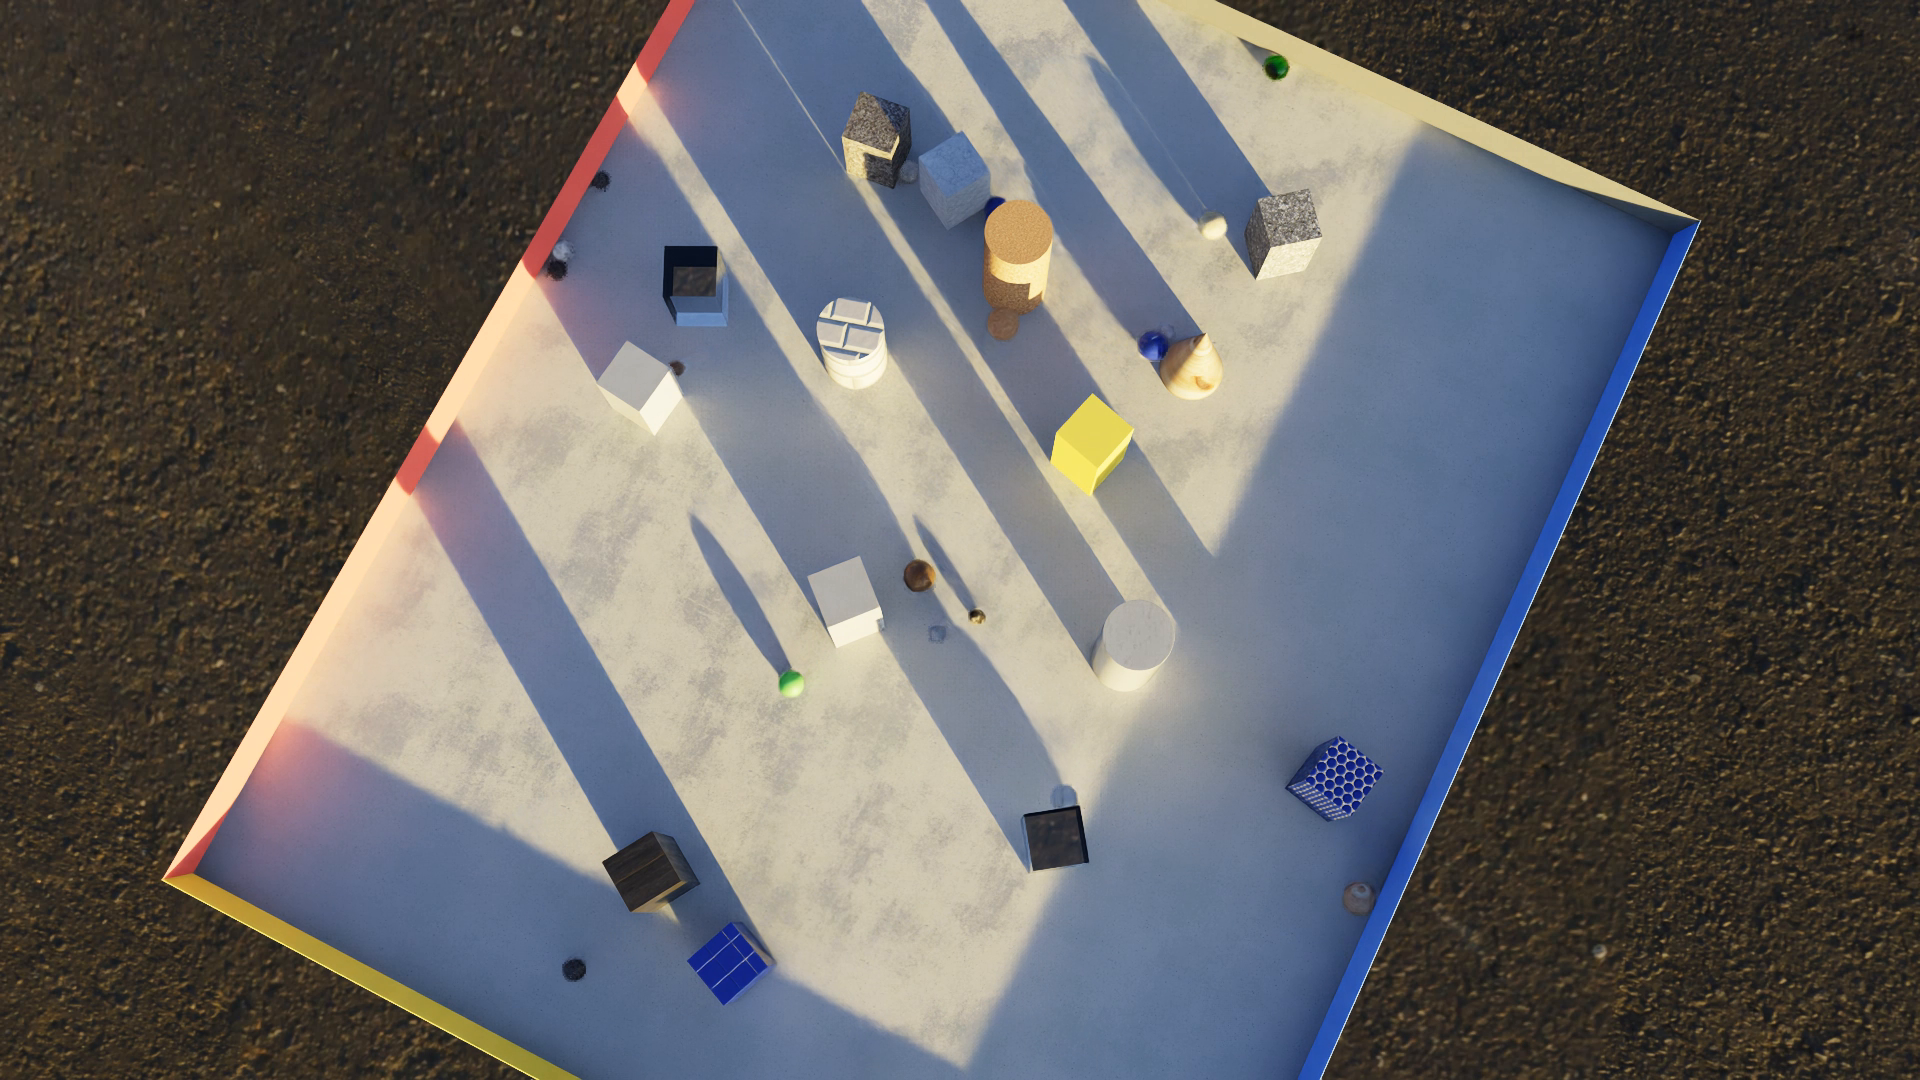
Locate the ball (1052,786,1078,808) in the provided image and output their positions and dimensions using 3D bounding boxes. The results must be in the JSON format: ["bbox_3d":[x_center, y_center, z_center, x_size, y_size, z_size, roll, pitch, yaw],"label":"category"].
[{"bbox_3d":[0.310,0.764,5.419,0.077,0.077,0.077,0,78,0],"label":"ball"}]

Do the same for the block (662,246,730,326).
[{"bbox_3d":[-0.810,-0.778,5.635,0.160,0.280,0.160,0,78,0],"label":"block"}]

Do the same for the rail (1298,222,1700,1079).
[{"bbox_3d":[1.417,0.701,5.404,0.045,0.130,3.859,26,80,5],"label":"rail"}]

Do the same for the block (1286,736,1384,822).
[{"bbox_3d":[1.080,0.694,5.304,0.160,0.331,0.160,38,81,7],"label":"block"}]

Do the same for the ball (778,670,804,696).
[{"bbox_3d":[-0.504,0.429,5.489,0.077,0.077,0.077,0,78,0],"label":"ball"}]

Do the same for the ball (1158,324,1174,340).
[{"bbox_3d":[0.644,-0.650,5.725,0.052,0.052,0.052,0,78,0],"label":"ball"}]

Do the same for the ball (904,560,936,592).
[{"bbox_3d":[-0.123,0.110,5.544,0.097,0.097,0.097,0,78,0],"label":"ball"}]

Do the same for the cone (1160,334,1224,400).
[{"bbox_3d":[0.723,-0.570,5.548,0.200,0.366,0.200,0,78,0],"label":"cone"}]

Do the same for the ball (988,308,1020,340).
[{"bbox_3d":[0.134,-0.671,5.703,0.100,0.100,0.100,0,78,0],"label":"ball"}]

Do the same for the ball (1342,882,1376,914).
[{"bbox_3d":[1.166,1.045,5.351,0.097,0.097,0.097,0,78,0],"label":"ball"}]

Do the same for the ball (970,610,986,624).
[{"bbox_3d":[0.054,0.233,5.544,0.047,0.047,0.047,0,78,0],"label":"ball"}]

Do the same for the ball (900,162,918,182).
[{"bbox_3d":[-0.162,-1.171,5.829,0.058,0.058,0.058,0,78,0],"label":"ball"}]

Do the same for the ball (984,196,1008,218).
[{"bbox_3d":[0.117,-1.043,5.790,0.083,0.083,0.083,0,78,0],"label":"ball"}]

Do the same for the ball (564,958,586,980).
[{"bbox_3d":[-1.120,1.249,5.326,0.062,0.062,0.062,0,78,0],"label":"ball"}]

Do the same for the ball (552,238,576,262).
[{"bbox_3d":[-1.246,-0.912,5.769,0.071,0.071,0.071,0,78,0],"label":"ball"}]

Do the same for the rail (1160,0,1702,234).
[{"bbox_3d":[0.852,-1.662,5.893,3.216,0.130,0.045,26,80,5],"label":"rail"}]

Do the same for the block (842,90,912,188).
[{"bbox_3d":[-0.258,-1.248,5.734,0.160,0.277,0.160,20,79,4],"label":"block"}]

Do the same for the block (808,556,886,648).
[{"bbox_3d":[-0.330,0.185,5.380,0.160,0.388,0.160,-22,79,-4],"label":"block"}]

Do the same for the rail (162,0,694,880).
[{"bbox_3d":[-1.417,-0.687,5.692,0.045,0.130,3.859,26,80,5],"label":"rail"}]

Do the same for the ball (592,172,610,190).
[{"bbox_3d":[-1.144,-1.143,5.825,0.056,0.056,0.056,0,78,0],"label":"ball"}]

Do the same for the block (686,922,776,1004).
[{"bbox_3d":[-0.646,1.205,5.224,0.160,0.280,0.160,-41,81,-8],"label":"block"}]

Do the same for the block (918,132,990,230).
[{"bbox_3d":[-0.016,-1.118,5.713,0.160,0.265,0.160,-32,80,-6],"label":"block"}]

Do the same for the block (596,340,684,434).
[{"bbox_3d":[-0.970,-0.460,5.574,0.160,0.270,0.160,33,80,6],"label":"block"}]

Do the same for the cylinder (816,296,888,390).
[{"bbox_3d":[-0.326,-0.598,5.587,0.200,0.300,0.200,0,78,0],"label":"cylinder"}]

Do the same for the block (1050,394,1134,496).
[{"bbox_3d":[0.392,-0.281,5.495,0.160,0.353,0.160,41,81,8],"label":"block"}]

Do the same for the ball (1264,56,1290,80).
[{"bbox_3d":[1.019,-1.517,5.891,0.078,0.078,0.078,0,78,0],"label":"ball"}]

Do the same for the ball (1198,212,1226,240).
[{"bbox_3d":[0.794,-0.992,5.777,0.088,0.088,0.088,0,78,0],"label":"ball"}]

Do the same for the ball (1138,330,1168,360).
[{"bbox_3d":[0.598,-0.604,5.695,0.091,0.091,0.091,0,78,0],"label":"ball"}]

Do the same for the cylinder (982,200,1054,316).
[{"bbox_3d":[0.171,-0.849,5.557,0.200,0.460,0.200,0,78,0],"label":"cylinder"}]

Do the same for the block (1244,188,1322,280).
[{"bbox_3d":[0.995,-0.942,5.665,0.160,0.288,0.160,-12,79,-2],"label":"block"}]

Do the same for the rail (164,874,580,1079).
[{"bbox_3d":[-0.852,1.676,5.202,3.216,0.130,0.045,26,80,5],"label":"rail"}]

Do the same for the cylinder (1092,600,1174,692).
[{"bbox_3d":[0.496,0.311,5.314,0.200,0.467,0.200,0,78,0],"label":"cylinder"}]

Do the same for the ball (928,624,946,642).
[{"bbox_3d":[-0.068,0.282,5.531,0.053,0.053,0.053,0,78,0],"label":"ball"}]

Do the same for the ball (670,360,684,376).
[{"bbox_3d":[-0.880,-0.535,5.703,0.049,0.049,0.049,0,78,0],"label":"ball"}]

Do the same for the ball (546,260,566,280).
[{"bbox_3d":[-1.269,-0.849,5.762,0.059,0.059,0.059,0,78,0],"label":"ball"}]

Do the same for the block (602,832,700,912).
[{"bbox_3d":[-0.876,0.950,5.224,0.160,0.384,0.160,-31,80,-6],"label":"block"}]

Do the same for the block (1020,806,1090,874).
[{"bbox_3d":[0.270,0.865,5.278,0.160,0.313,0.160,-9,78,-2],"label":"block"}]
